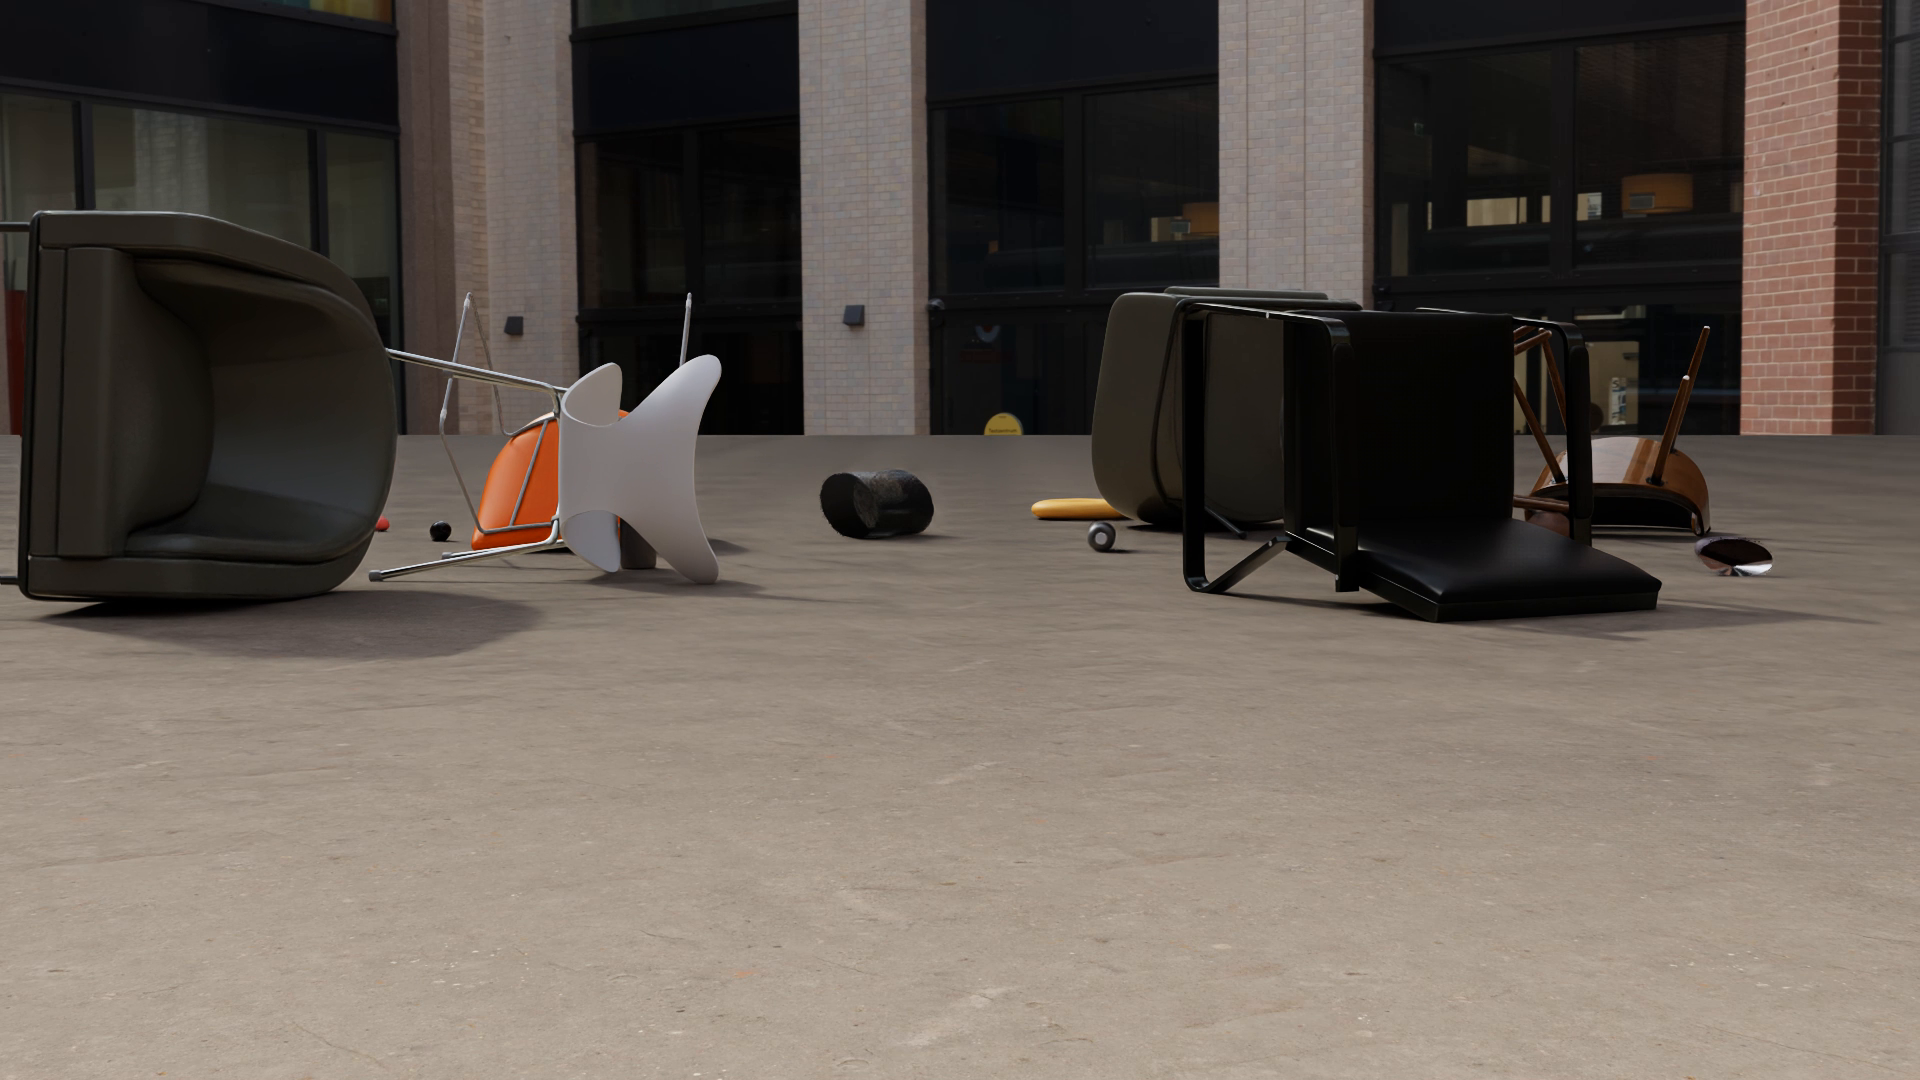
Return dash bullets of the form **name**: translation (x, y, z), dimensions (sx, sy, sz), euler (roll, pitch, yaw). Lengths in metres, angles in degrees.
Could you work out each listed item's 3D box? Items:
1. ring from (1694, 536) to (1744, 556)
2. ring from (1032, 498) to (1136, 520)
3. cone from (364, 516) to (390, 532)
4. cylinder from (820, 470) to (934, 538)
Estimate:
- **ring**: translation (2.043, 0.020, 5.896), dimensions (0.114, 0.050, 0.280), euler (4, 5, 37)
- **ring**: translation (0.430, -0.106, 7.633), dimensions (0.380, 0.064, 0.282), euler (-1, 5, -22)
- **cone**: translation (-1.855, -0.038, 6.936), dimensions (0.075, 0.047, 0.081), euler (-3, 17, 38)
- **cylinder**: translation (-0.253, -0.111, 6.724), dimensions (0.235, 0.182, 0.274), euler (38, 24, 28)
